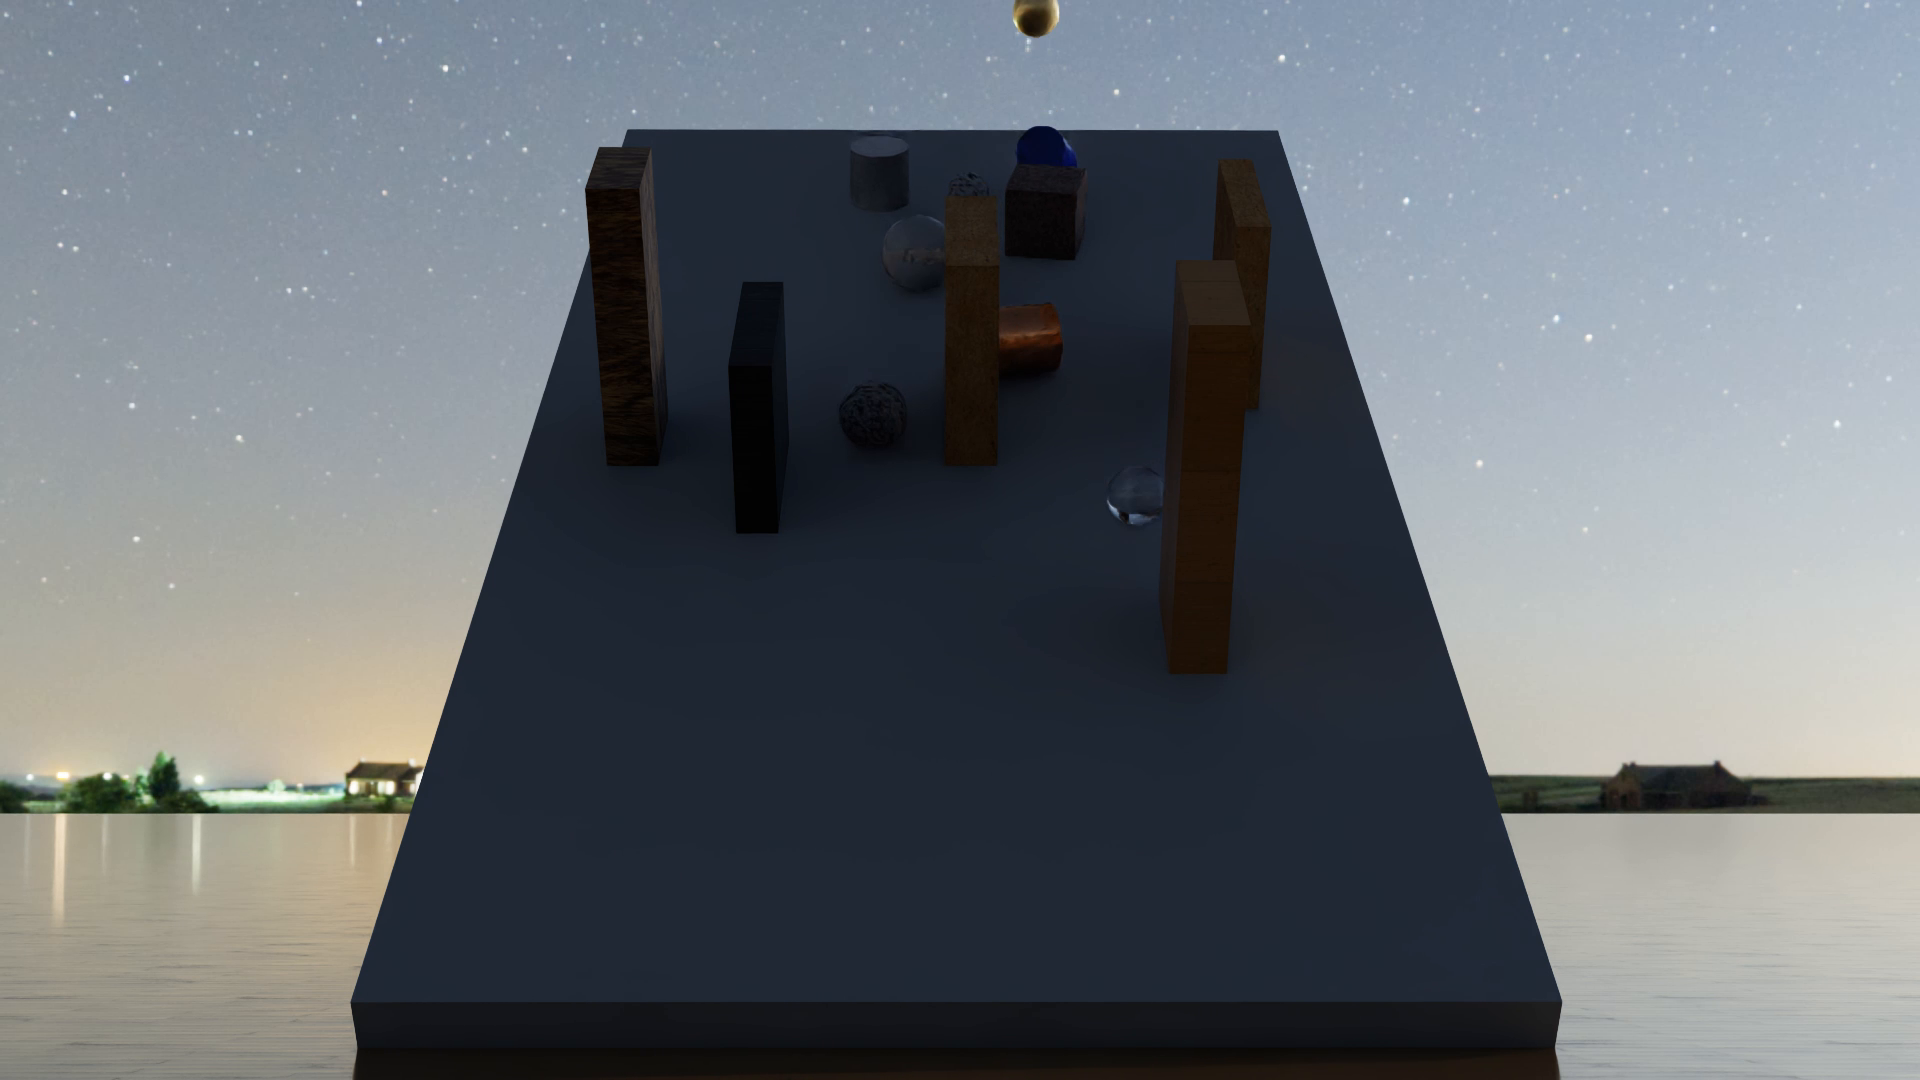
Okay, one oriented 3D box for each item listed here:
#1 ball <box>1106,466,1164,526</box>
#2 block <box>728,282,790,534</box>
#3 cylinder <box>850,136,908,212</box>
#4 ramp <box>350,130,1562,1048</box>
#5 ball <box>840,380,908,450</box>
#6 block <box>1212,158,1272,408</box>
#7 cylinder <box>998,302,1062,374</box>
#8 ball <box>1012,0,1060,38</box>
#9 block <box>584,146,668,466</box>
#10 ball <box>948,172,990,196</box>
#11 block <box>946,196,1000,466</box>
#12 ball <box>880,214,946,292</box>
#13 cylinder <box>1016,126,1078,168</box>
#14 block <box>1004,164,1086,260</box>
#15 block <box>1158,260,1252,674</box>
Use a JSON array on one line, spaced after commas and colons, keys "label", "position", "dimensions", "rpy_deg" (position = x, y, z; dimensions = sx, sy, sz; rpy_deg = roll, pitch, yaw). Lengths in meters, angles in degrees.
[{"label": "ball", "position": [0.388, -0.097, 5.331], "dimensions": [0.134, 0.134, 0.134], "rpy_deg": [0, -6, 0]}, {"label": "block", "position": [-0.445, -0.299, 5.397], "dimensions": [0.091, 0.410, 0.427], "rpy_deg": [0, 30, 0]}, {"label": "cylinder", "position": [-0.229, -1.045, 6.912], "dimensions": [0.166, 0.166, 0.166], "rpy_deg": [0, 30, 0]}, {"label": "ramp", "position": [-0.013, -0.206, 5.745], "dimensions": [2.000, 0.100, 4.000], "rpy_deg": [0, 30, 0]}, {"label": "ball", "position": [-0.201, -0.292, 5.632], "dimensions": [0.160, 0.160, 0.160], "rpy_deg": [0, -6, 0]}, {"label": "block", "position": [0.678, -0.628, 5.902], "dimensions": [0.081, 0.473, 0.424], "rpy_deg": [0, 30, 0]}, {"label": "cylinder", "position": [0.151, -0.496, 5.977], "dimensions": [0.165, 0.165, 0.165], "rpy_deg": [-7, -5, -12]}, {"label": "ball", "position": [0.229, -1.587, 7.291], "dimensions": [0.144, 0.144, 0.144], "rpy_deg": [0, -6, 0]}, {"label": "block", "position": [-0.754, -0.528, 5.515], "dimensions": [0.117, 0.682, 0.247], "rpy_deg": [0, 30, 0]}, {"label": "ball", "position": [0.023, -0.983, 6.855], "dimensions": [0.118, 0.118, 0.118], "rpy_deg": [0, -6, 0]}, {"label": "block", "position": [0.026, -0.490, 5.634], "dimensions": [0.119, 0.501, 0.401], "rpy_deg": [0, 30, 0]}, {"label": "ball", "position": [-0.108, -0.756, 6.385], "dimensions": [0.201, 0.201, 0.201], "rpy_deg": [0, -6, 0]}, {"label": "cylinder", "position": [0.250, -1.100, 6.958], "dimensions": [0.144, 0.144, 0.144], "rpy_deg": [-2, -8, 18]}, {"label": "block", "position": [0.235, -0.900, 6.640], "dimensions": [0.194, 0.194, 0.194], "rpy_deg": [6, 31, 9]}, {"label": "block", "position": [0.476, -0.138, 4.773], "dimensions": [0.114, 0.768, 0.294], "rpy_deg": [0, 30, 0]}]
